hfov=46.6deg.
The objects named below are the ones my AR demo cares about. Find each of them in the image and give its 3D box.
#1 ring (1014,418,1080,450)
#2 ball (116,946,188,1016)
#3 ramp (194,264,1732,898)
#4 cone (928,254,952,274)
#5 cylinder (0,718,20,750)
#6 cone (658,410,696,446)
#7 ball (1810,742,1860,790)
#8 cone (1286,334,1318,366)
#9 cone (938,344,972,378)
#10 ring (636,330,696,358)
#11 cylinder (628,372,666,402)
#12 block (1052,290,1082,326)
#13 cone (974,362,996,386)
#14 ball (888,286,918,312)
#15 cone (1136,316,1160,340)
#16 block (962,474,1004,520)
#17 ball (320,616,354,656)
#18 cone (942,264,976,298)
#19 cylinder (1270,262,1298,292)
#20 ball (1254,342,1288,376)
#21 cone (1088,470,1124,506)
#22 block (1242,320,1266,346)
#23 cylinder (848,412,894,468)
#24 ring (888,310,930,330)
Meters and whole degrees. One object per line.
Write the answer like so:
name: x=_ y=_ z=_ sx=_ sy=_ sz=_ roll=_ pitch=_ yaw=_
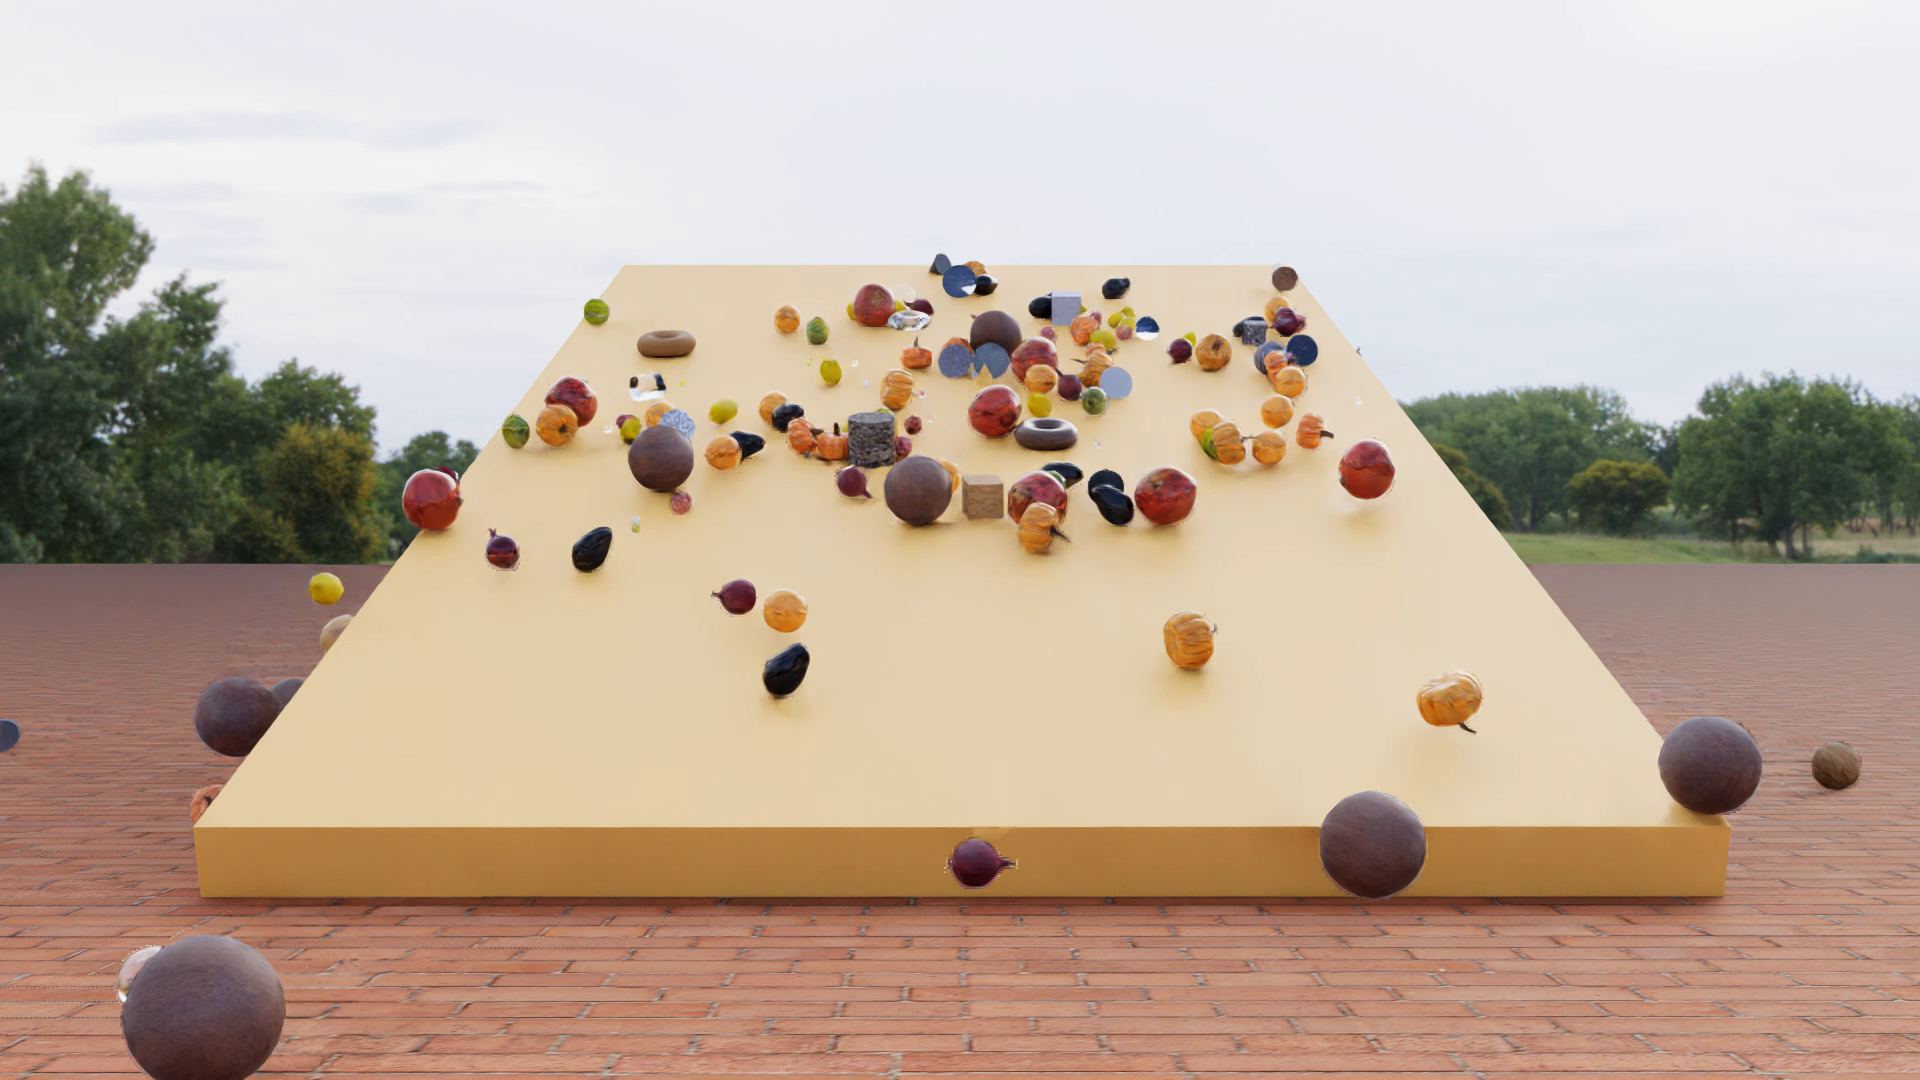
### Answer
ring: x=0.184 y=-0.224 z=4.720 sx=0.137 sy=0.046 sz=0.137 roll=0 pitch=19 yaw=0
ball: x=-0.785 y=0.430 z=2.168 sx=0.066 sy=0.066 sz=0.066 roll=0 pitch=0 yaw=0
ramp: x=-0.003 y=-0.180 z=4.821 sx=2.000 sy=0.100 sz=4.000 roll=0 pitch=17 yaw=0
cone: x=-0.072 y=-0.804 z=6.588 sx=0.067 sy=0.067 sz=0.067 roll=0 pitch=-14 yaw=-43
cylinder: x=-2.217 y=0.450 z=5.169 sx=0.069 sy=0.069 sz=0.069 roll=0 pitch=-1 yaw=-21
cone: x=-0.605 y=-0.232 z=4.760 sx=0.078 sy=0.078 sz=0.078 roll=0 pitch=-9 yaw=-7
ball: x=1.681 y=0.434 z=4.278 sx=0.090 sy=0.090 sz=0.090 roll=0 pitch=0 yaw=0
cone: x=0.827 y=-0.457 z=5.477 sx=0.081 sy=0.081 sz=0.081 roll=0 pitch=-10 yaw=-12
cone: x=-0.001 y=-0.418 z=5.347 sx=0.083 sy=0.083 sz=0.083 roll=0 pitch=-10 yaw=17
ring: x=-0.732 y=-0.489 z=5.552 sx=0.146 sy=0.049 sz=0.146 roll=-1 pitch=18 yaw=0
cylinder: x=-0.715 y=-0.349 z=5.089 sx=0.060 sy=0.060 sz=0.060 roll=-14 pitch=8 yaw=-37
block: x=0.281 y=-0.615 z=5.910 sx=0.077 sy=0.077 sz=0.077 roll=0 pitch=17 yaw=1
cone: x=0.059 y=-0.393 z=5.249 sx=0.050 sy=0.050 sz=0.050 roll=0 pitch=17 yaw=0
ball: x=-0.154 y=-0.644 z=5.992 sx=0.081 sy=0.081 sz=0.081 roll=0 pitch=0 yaw=0
cone: x=0.477 y=-0.538 z=5.745 sx=0.062 sy=0.062 sz=0.062 roll=0 pitch=-9 yaw=-6
block: x=0.043 y=-0.082 z=4.232 sx=0.068 sy=0.068 sz=0.068 roll=-3 pitch=18 yaw=-11
ball: x=-1.170 y=0.192 z=4.250 sx=0.096 sy=0.096 sz=0.096 roll=0 pitch=0 yaw=0
cone: x=0.003 y=-0.716 z=6.283 sx=0.097 sy=0.097 sz=0.097 roll=0 pitch=-9 yaw=5
cylinder: x=0.922 y=-0.752 z=6.352 sx=0.073 sy=0.073 sz=0.073 roll=0 pitch=17 yaw=4
ball: x=0.743 y=-0.433 z=5.325 sx=0.081 sy=0.081 sz=0.081 roll=0 pitch=0 yaw=0
cone: x=0.286 y=-0.096 z=4.335 sx=0.071 sy=0.071 sz=0.071 roll=0 pitch=-9 yaw=6
block: x=0.748 y=-0.527 z=5.668 sx=0.054 sy=0.054 sz=0.054 roll=3 pitch=18 yaw=11
cylinder: x=-0.182 y=-0.206 z=4.581 sx=0.094 sy=0.094 sz=0.094 roll=0 pitch=17 yaw=0
ring: x=-0.133 y=-0.575 z=5.847 sx=0.111 sy=0.037 sz=0.111 roll=0 pitch=19 yaw=0
